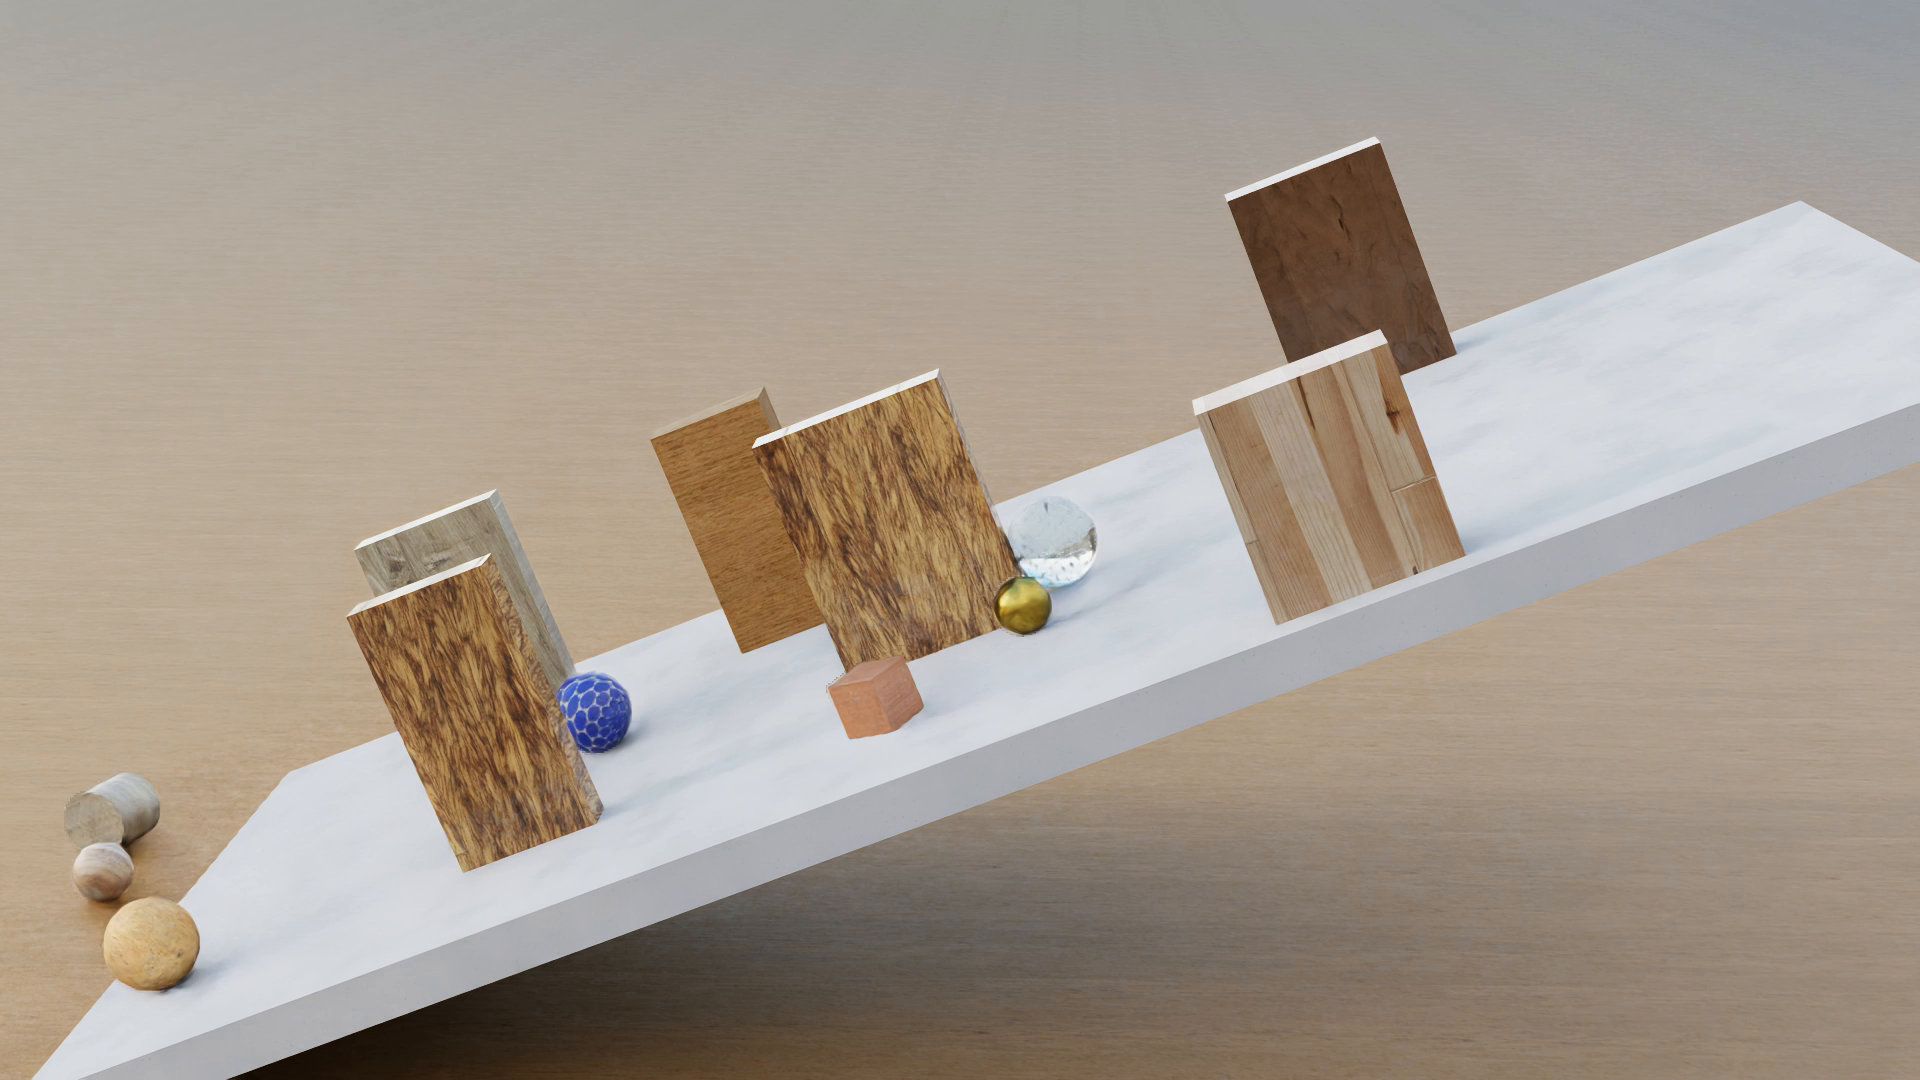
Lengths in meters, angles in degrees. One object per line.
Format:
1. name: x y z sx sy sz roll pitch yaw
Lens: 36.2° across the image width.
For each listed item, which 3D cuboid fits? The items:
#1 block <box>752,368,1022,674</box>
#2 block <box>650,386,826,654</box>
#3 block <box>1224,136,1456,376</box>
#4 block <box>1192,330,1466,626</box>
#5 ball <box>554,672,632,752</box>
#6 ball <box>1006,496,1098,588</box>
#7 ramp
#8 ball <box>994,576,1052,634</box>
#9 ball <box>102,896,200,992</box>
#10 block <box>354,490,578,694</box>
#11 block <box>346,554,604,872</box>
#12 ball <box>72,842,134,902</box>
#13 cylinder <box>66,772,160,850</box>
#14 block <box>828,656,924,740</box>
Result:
1. block: -0.135 -0.027 6.091 0.408 0.537 0.101 -21 12 7
2. block: -0.477 -0.045 6.774 0.264 0.541 0.144 -21 12 7
3. block: 0.891 -0.622 6.889 0.373 0.530 0.127 -21 12 7
4. block: 0.666 -0.113 5.325 0.363 0.416 0.141 -21 12 7
5. ball: -0.801 0.374 6.400 0.175 0.175 0.175 0 14 0
6. ball: 0.194 0.005 6.195 0.193 0.193 0.193 0 14 0
7. ramp: 0.122 0.174 6.291 4.000 0.100 2.000 -21 12 7
8. ball: 0.127 0.132 5.941 0.116 0.116 0.116 0 14 0
9. ball: -1.626 0.813 5.914 0.189 0.189 0.189 0 14 0
10. block: -1.062 0.224 6.507 0.325 0.595 0.086 -21 12 7
11. block: -0.961 0.346 5.851 0.292 0.569 0.096 -21 12 7
12. ball: -1.999 0.773 6.861 0.138 0.138 0.138 0 14 0
13. cylinder: -2.071 0.671 7.195 0.162 0.162 0.162 4 14 17
14. block: -0.162 0.306 5.703 0.113 0.113 0.113 -12 15 39
